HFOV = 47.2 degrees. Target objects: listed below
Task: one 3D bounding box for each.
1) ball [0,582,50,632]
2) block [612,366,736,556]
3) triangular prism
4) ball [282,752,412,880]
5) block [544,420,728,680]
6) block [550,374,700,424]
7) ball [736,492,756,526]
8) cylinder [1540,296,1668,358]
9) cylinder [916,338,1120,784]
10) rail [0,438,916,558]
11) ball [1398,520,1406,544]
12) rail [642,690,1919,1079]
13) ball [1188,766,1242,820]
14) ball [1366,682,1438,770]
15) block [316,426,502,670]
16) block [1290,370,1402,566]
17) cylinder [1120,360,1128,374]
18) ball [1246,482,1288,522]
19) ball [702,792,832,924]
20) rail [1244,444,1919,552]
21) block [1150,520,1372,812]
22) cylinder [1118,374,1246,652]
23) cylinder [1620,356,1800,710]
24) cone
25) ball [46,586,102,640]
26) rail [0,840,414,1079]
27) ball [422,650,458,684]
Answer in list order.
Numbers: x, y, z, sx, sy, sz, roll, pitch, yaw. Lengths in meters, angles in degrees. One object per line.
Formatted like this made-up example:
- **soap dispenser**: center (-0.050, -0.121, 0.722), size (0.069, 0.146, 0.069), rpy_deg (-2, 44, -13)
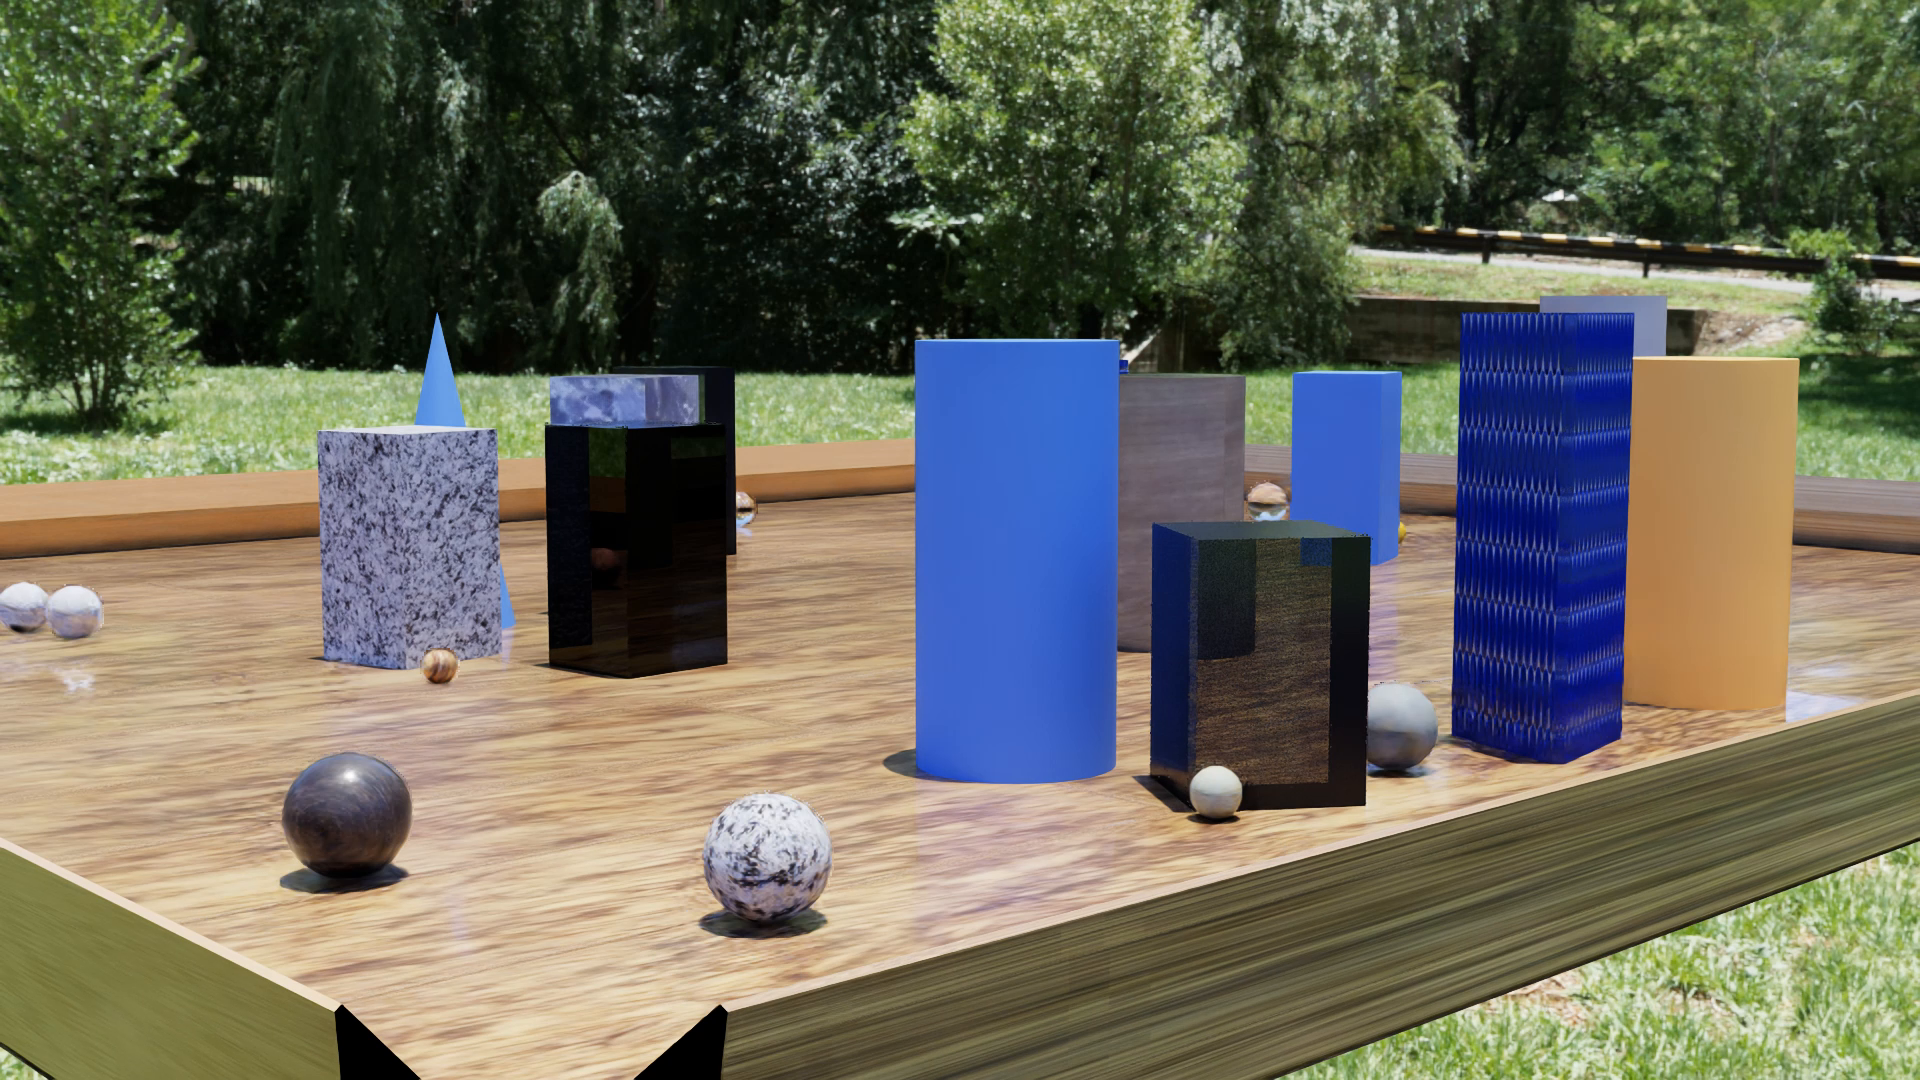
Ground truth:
- **ball**: center (-1.298, 0.094, 3.049), size (0.069, 0.069, 0.069), rpy_deg (0, 6, 0)
- **block**: center (-0.521, -0.144, 4.018), size (0.159, 0.343, 0.159), rpy_deg (-5, 8, -41)
- **triangular prism**: center (0.579, -0.011, 2.254), size (0.149, 0.442, 0.172), rpy_deg (4, 7, 36)
- **ball**: center (-0.481, 0.217, 1.728), size (0.099, 0.099, 0.099), rpy_deg (0, 6, 0)
- **block**: center (-0.406, 0.006, 2.760), size (0.159, 0.303, 0.159), rpy_deg (5, 8, 42)
- **block**: center (-0.494, -0.069, 3.265), size (0.159, 0.348, 0.159), rpy_deg (2, 6, 22)
- **ball**: center (-0.461, -0.065, 4.566), size (0.071, 0.071, 0.071), rpy_deg (0, 6, 0)
- **cylinder**: center (1.040, -0.162, 3.580), size (0.198, 0.468, 0.198), rpy_deg (0, 6, 0)
- **cylinder**: center (0.055, 0.013, 2.152), size (0.198, 0.416, 0.198), rpy_deg (0, 6, 0)
- **rail**: center (-1.101, -0.090, 4.518), size (3.589, 0.129, 0.045), rpy_deg (-5, 8, -42)
- **ball**: center (0.816, -0.014, 4.158), size (0.054, 0.054, 0.054), rpy_deg (0, 6, 0)
- **rail**: center (1.101, 0.157, 2.145), size (3.589, 0.129, 0.045), rpy_deg (-5, 8, -42)
- **ball**: center (0.225, 0.222, 1.932), size (0.047, 0.047, 0.047), rpy_deg (0, 6, 0)
- **ball**: center (0.422, 0.181, 2.136), size (0.085, 0.085, 0.085), rpy_deg (0, 6, 0)
- **block**: center (-0.706, 0.005, 2.827), size (0.159, 0.293, 0.159), rpy_deg (4, 7, 35)
- **block**: center (0.693, -0.133, 3.946), size (0.159, 0.335, 0.159), rpy_deg (3, 7, 24)
- **cylinder**: center (0.236, -0.186, 4.393), size (0.198, 0.347, 0.198), rpy_deg (0, 6, 0)
- **ball**: center (0.644, -0.077, 4.610), size (0.086, 0.086, 0.086), rpy_deg (0, 6, 0)
- **ball**: center (-0.140, 0.232, 1.604), size (0.094, 0.094, 0.094), rpy_deg (0, 6, 0)
- **rail**: center (1.301, -0.091, 4.526), size (0.045, 0.129, 3.293), rpy_deg (-5, 8, -42)
- **block**: center (0.274, 0.112, 2.035), size (0.159, 0.244, 0.159), rpy_deg (-1, 6, -10)
- **cylinder**: center (0.280, -0.041, 2.945), size (0.198, 0.359, 0.198), rpy_deg (0, 6, 0)
- **cylinder**: center (0.855, -0.014, 2.537), size (0.198, 0.390, 0.198), rpy_deg (0, 6, 0)
- **cone**: center (-0.732, -0.100, 3.103), size (0.198, 0.443, 0.198), rpy_deg (0, 6, 0)
- **ball**: center (-1.204, 0.099, 2.989), size (0.073, 0.073, 0.073), rpy_deg (0, 6, 0)
- **rail**: center (-1.301, 0.158, 2.137), size (0.045, 0.129, 3.293), rpy_deg (-5, 8, -42)
- **ball**: center (-0.623, 0.151, 2.632), size (0.042, 0.042, 0.042), rpy_deg (0, 6, 0)
